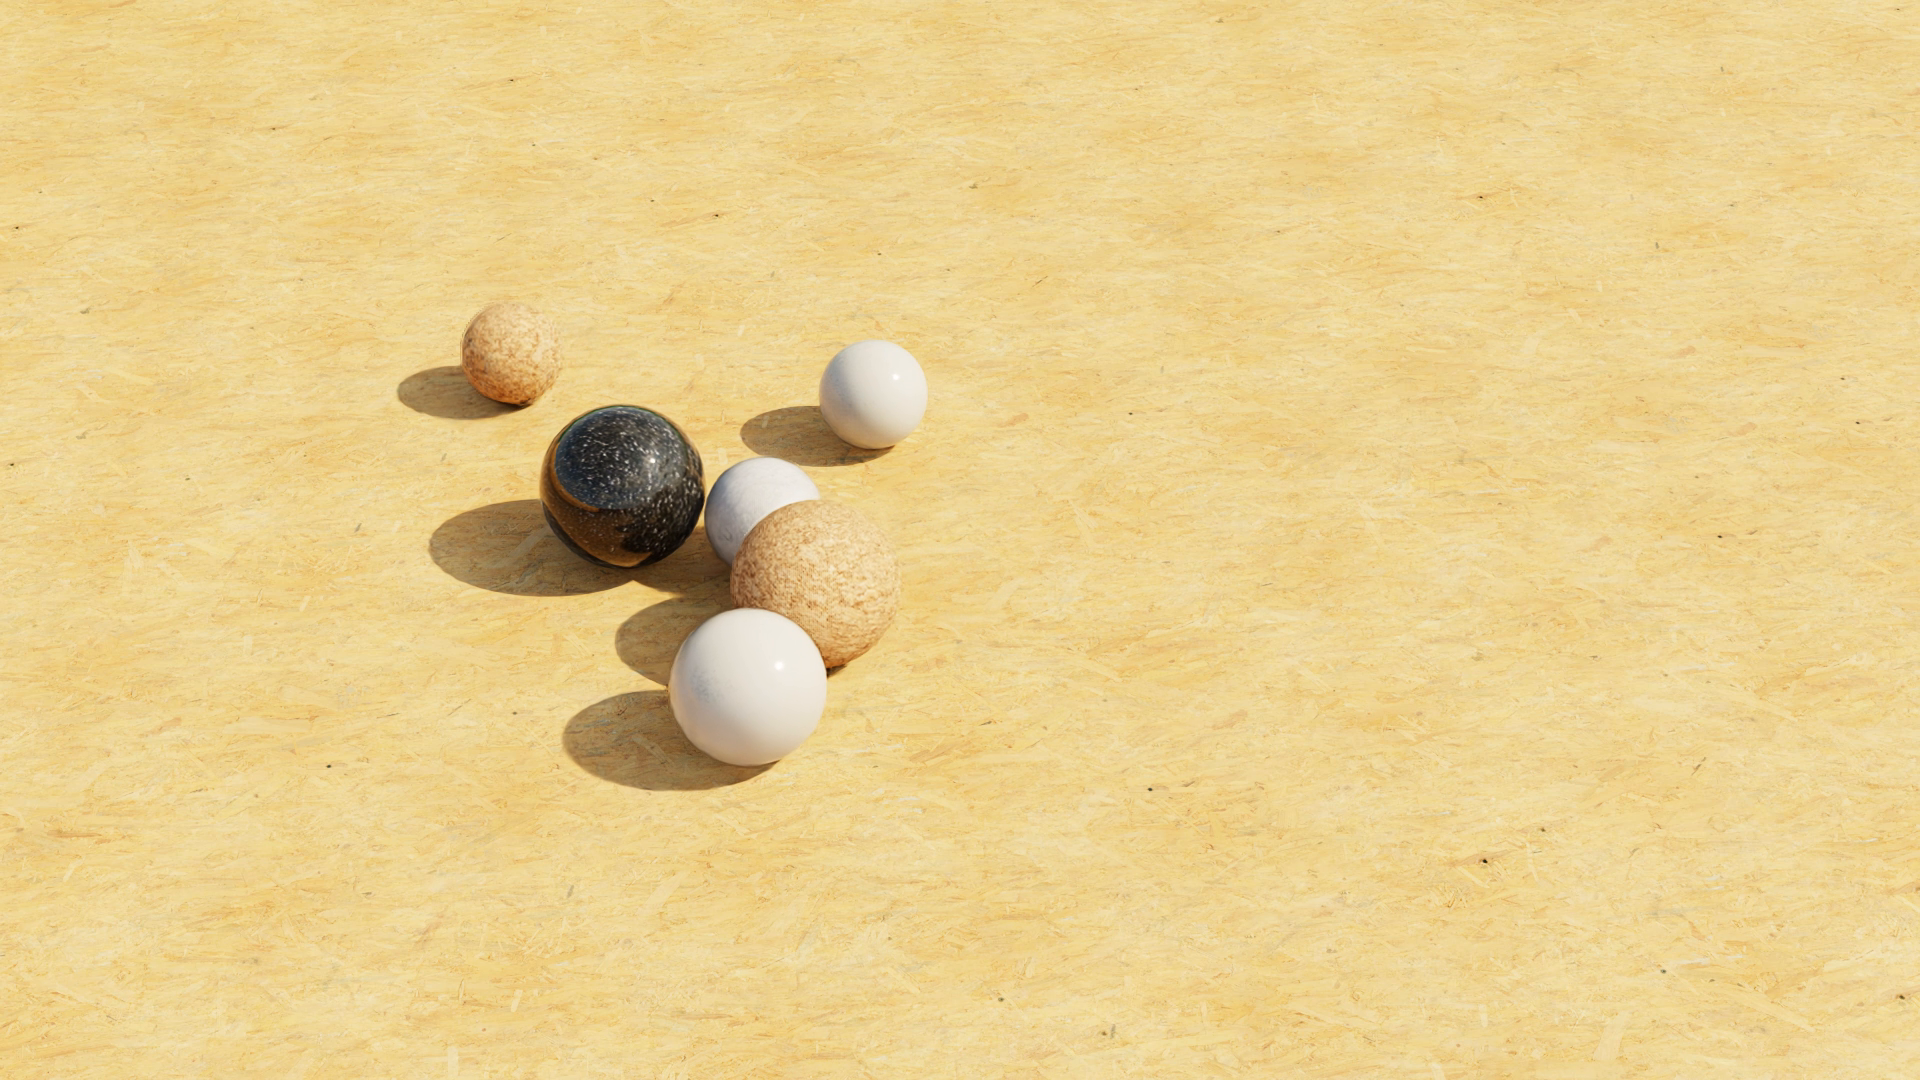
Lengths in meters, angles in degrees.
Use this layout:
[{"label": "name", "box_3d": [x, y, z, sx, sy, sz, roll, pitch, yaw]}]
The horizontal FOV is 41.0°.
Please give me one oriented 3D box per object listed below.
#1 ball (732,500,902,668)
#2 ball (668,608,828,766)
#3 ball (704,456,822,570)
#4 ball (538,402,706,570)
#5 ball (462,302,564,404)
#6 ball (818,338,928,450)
[{"label": "ball", "box_3d": [-0.081, 0.025, 1.457, 0.096, 0.096, 0.096, 0, 37, 0]}, {"label": "ball", "box_3d": [-0.115, 0.080, 1.392, 0.086, 0.086, 0.086, 0, 37, 0]}, {"label": "ball", "box_3d": [-0.117, -0.014, 1.529, 0.072, 0.072, 0.072, 0, 37, 0]}, {"label": "ball", "box_3d": [-0.201, -0.032, 1.531, 0.100, 0.100, 0.100, 0, 37, 0]}, {"label": "ball", "box_3d": [-0.293, -0.123, 1.681, 0.066, 0.066, 0.066, 0, 37, 0]}, {"label": "ball", "box_3d": [-0.055, -0.093, 1.638, 0.070, 0.070, 0.070, 0, 37, 0]}]
